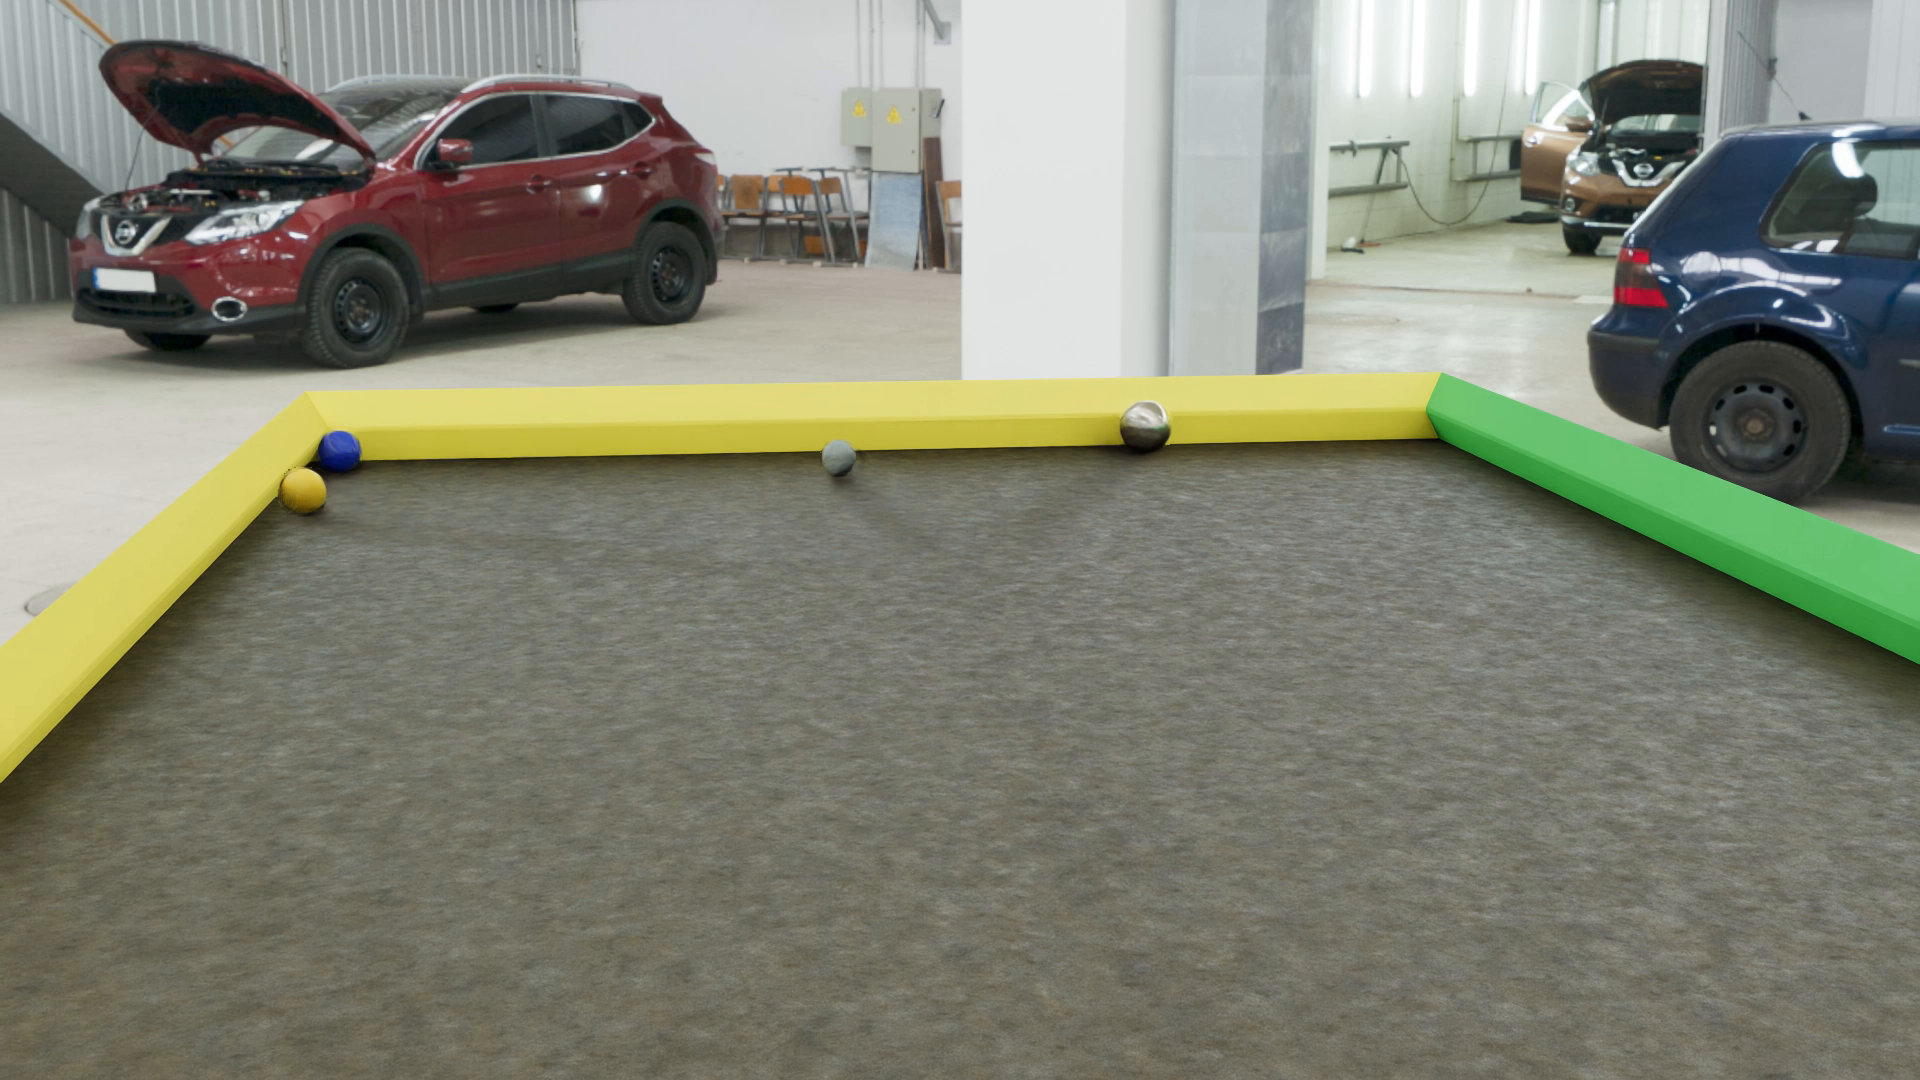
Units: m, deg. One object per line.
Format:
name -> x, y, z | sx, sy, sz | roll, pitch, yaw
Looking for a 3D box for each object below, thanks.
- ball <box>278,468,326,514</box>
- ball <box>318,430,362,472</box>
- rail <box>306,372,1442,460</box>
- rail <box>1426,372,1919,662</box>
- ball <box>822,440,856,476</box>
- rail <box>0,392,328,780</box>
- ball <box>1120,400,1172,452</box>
ball -> -1.057, -0.078, 3.537 | 0.074, 0.074, 0.074 | 0, 12, 0
ball -> -1.105, -0.159, 3.918 | 0.075, 0.075, 0.075 | 0, 12, 0
rail -> -0.126, -0.230, 4.127 | 2.148, 0.128, 0.045 | -1, 12, -7
rail -> 1.171, 0.157, 2.275 | 0.045, 0.128, 4.128 | -1, 12, -7
ball -> -0.215, -0.145, 3.888 | 0.061, 0.061, 0.061 | 0, 12, 0
rail -> -0.913, 0.211, 2.018 | 0.045, 0.128, 4.128 | -1, 12, -7
ball -> 0.348, -0.213, 4.120 | 0.098, 0.098, 0.098 | 0, 12, 0
